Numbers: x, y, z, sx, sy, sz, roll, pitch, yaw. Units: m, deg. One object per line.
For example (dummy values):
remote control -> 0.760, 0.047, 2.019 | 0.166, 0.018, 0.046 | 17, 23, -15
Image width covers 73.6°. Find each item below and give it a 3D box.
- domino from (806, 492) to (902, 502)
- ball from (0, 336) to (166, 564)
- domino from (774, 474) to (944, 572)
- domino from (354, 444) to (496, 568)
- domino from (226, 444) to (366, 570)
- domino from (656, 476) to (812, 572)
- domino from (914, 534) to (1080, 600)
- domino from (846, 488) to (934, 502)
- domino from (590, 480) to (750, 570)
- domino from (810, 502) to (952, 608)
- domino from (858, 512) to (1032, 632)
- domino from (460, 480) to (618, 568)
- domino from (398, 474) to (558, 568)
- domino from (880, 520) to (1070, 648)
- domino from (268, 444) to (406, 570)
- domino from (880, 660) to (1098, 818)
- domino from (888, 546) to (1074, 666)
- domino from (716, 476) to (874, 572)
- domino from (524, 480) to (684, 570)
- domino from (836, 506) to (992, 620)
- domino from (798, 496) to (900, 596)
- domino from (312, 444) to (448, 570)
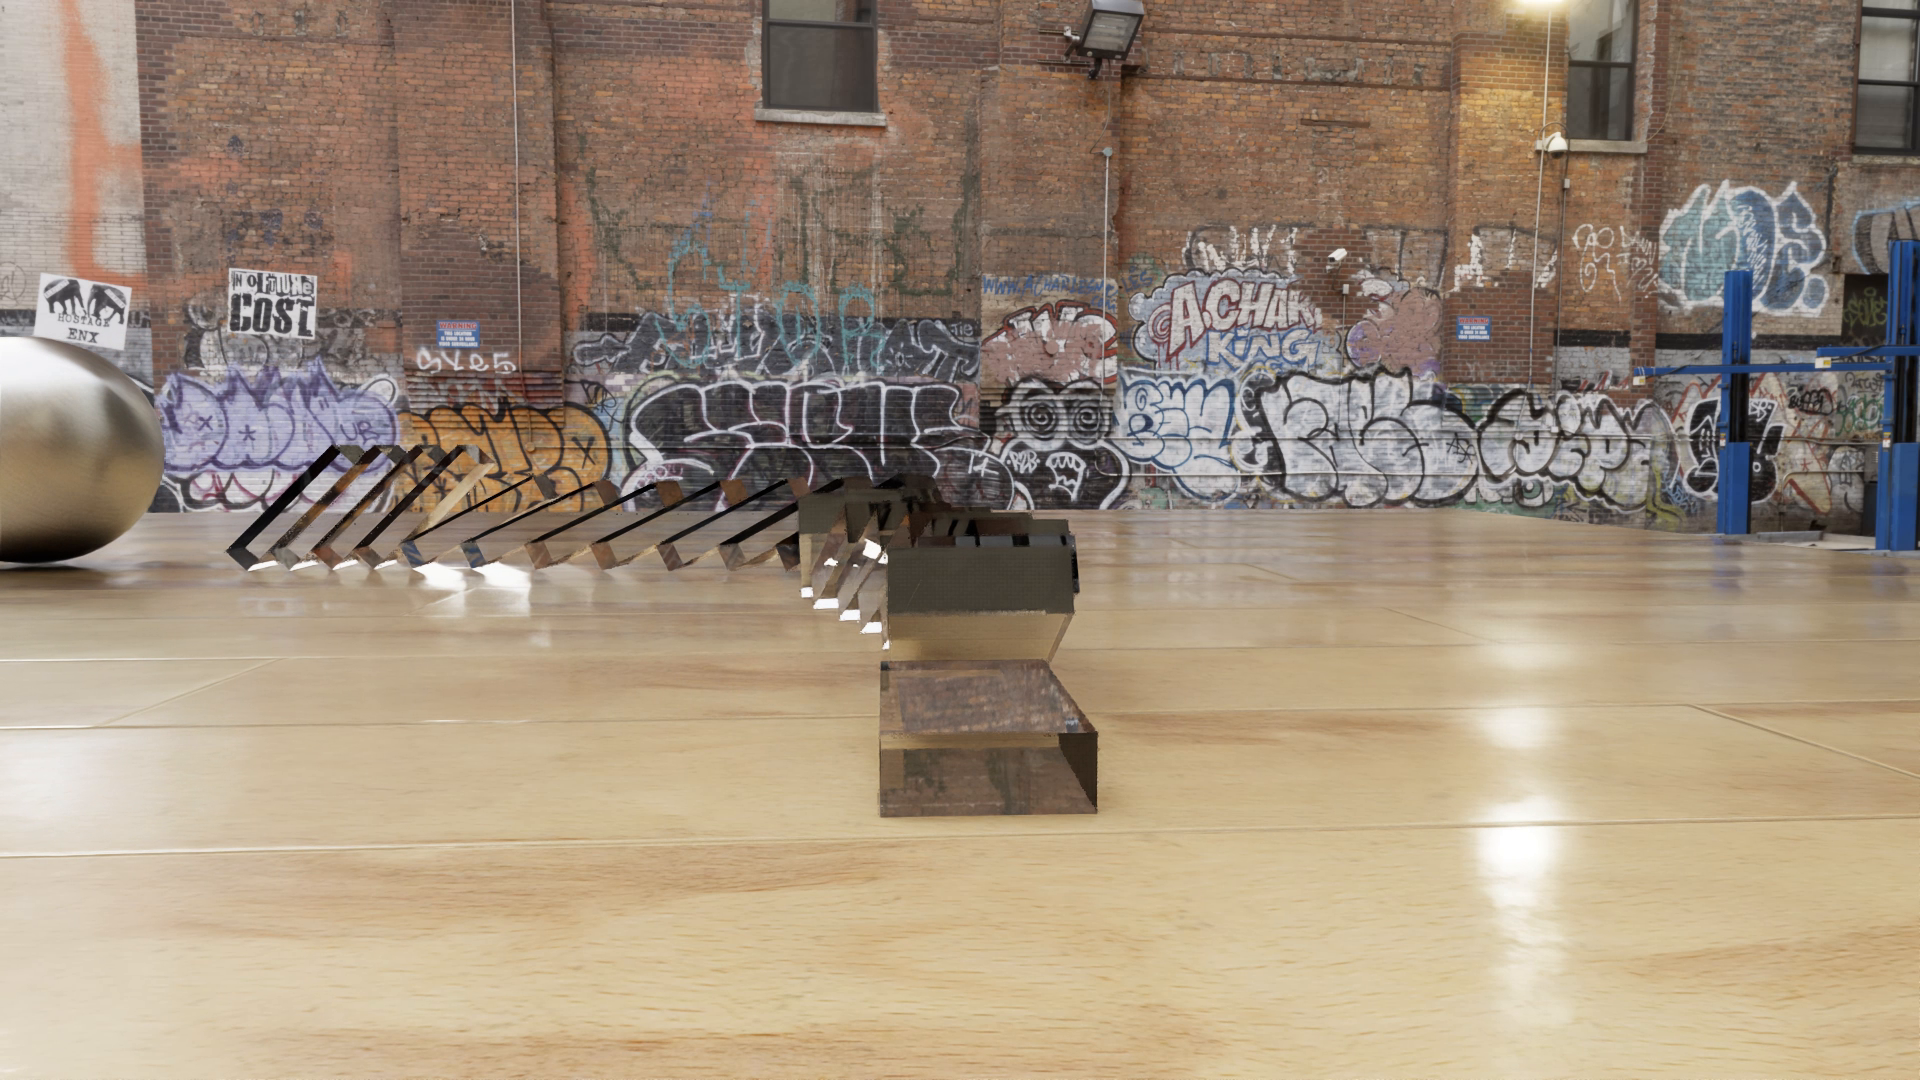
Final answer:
domino -> -0.030, 0.001, 0.360 | 0.025, 0.010, 0.050 | -1, -20, -6
ball -> -0.327, -0.031, 0.452 | 0.080, 0.080, 0.080 | 0, 4, 0
domino -> -0.032, -0.005, 0.416 | 0.050, 0.010, 0.025 | -28, -11, 21
domino -> -0.186, -0.012, 0.448 | 0.009, 0.050, 0.025 | 45, -2, -8
domino -> -0.226, -0.012, 0.442 | 0.010, 0.050, 0.025 | 45, -2, -8
domino -> -0.076, -0.006, 0.436 | 0.050, 0.009, 0.025 | -27, 1, 8
domino -> 0.003, 0.012, 0.223 | 0.025, 0.009, 0.050 | -1, -19, -8
domino -> -0.028, -0.001, 0.387 | 0.025, 0.009, 0.050 | -2, -20, -22
domino -> -0.099, -0.006, 0.440 | 0.050, 0.009, 0.025 | -25, 1, 8
domino -> -0.020, 0.004, 0.314 | 0.025, 0.010, 0.050 | -1, -20, -16
domino -> -0.004, 0.008, 0.270 | 0.025, 0.010, 0.050 | 0, -20, -17
domino -> -0.146, -0.006, 0.448 | 0.050, 0.010, 0.025 | -25, 5, 0
domino -> -0.168, -0.007, 0.450 | 0.050, 0.010, 0.025 | -28, 7, -4
domino -> 0.002, 0.009, 0.247 | 0.025, 0.010, 0.050 | 0, -20, -15
domino -> -0.213, -0.012, 0.444 | 0.010, 0.050, 0.025 | 45, -2, -8
domino -> 0.002, 0.025, 0.172 | 0.025, 0.010, 0.050 | 0, 4, -3
domino -> 0.002, 0.013, 0.196 | 0.025, 0.010, 0.050 | 0, -19, -3
domino -> -0.053, -0.006, 0.427 | 0.050, 0.010, 0.025 | -28, -5, 17
domino -> -0.122, -0.006, 0.444 | 0.050, 0.010, 0.025 | -25, 2, 6
domino -> -0.011, 0.006, 0.293 | 0.025, 0.010, 0.050 | -1, -20, -16
domino -> -0.029, 0.002, 0.337 | 0.025, 0.010, 0.050 | -2, -20, -7
domino -> -0.200, -0.012, 0.447 | 0.010, 0.050, 0.025 | 45, -2, -8
